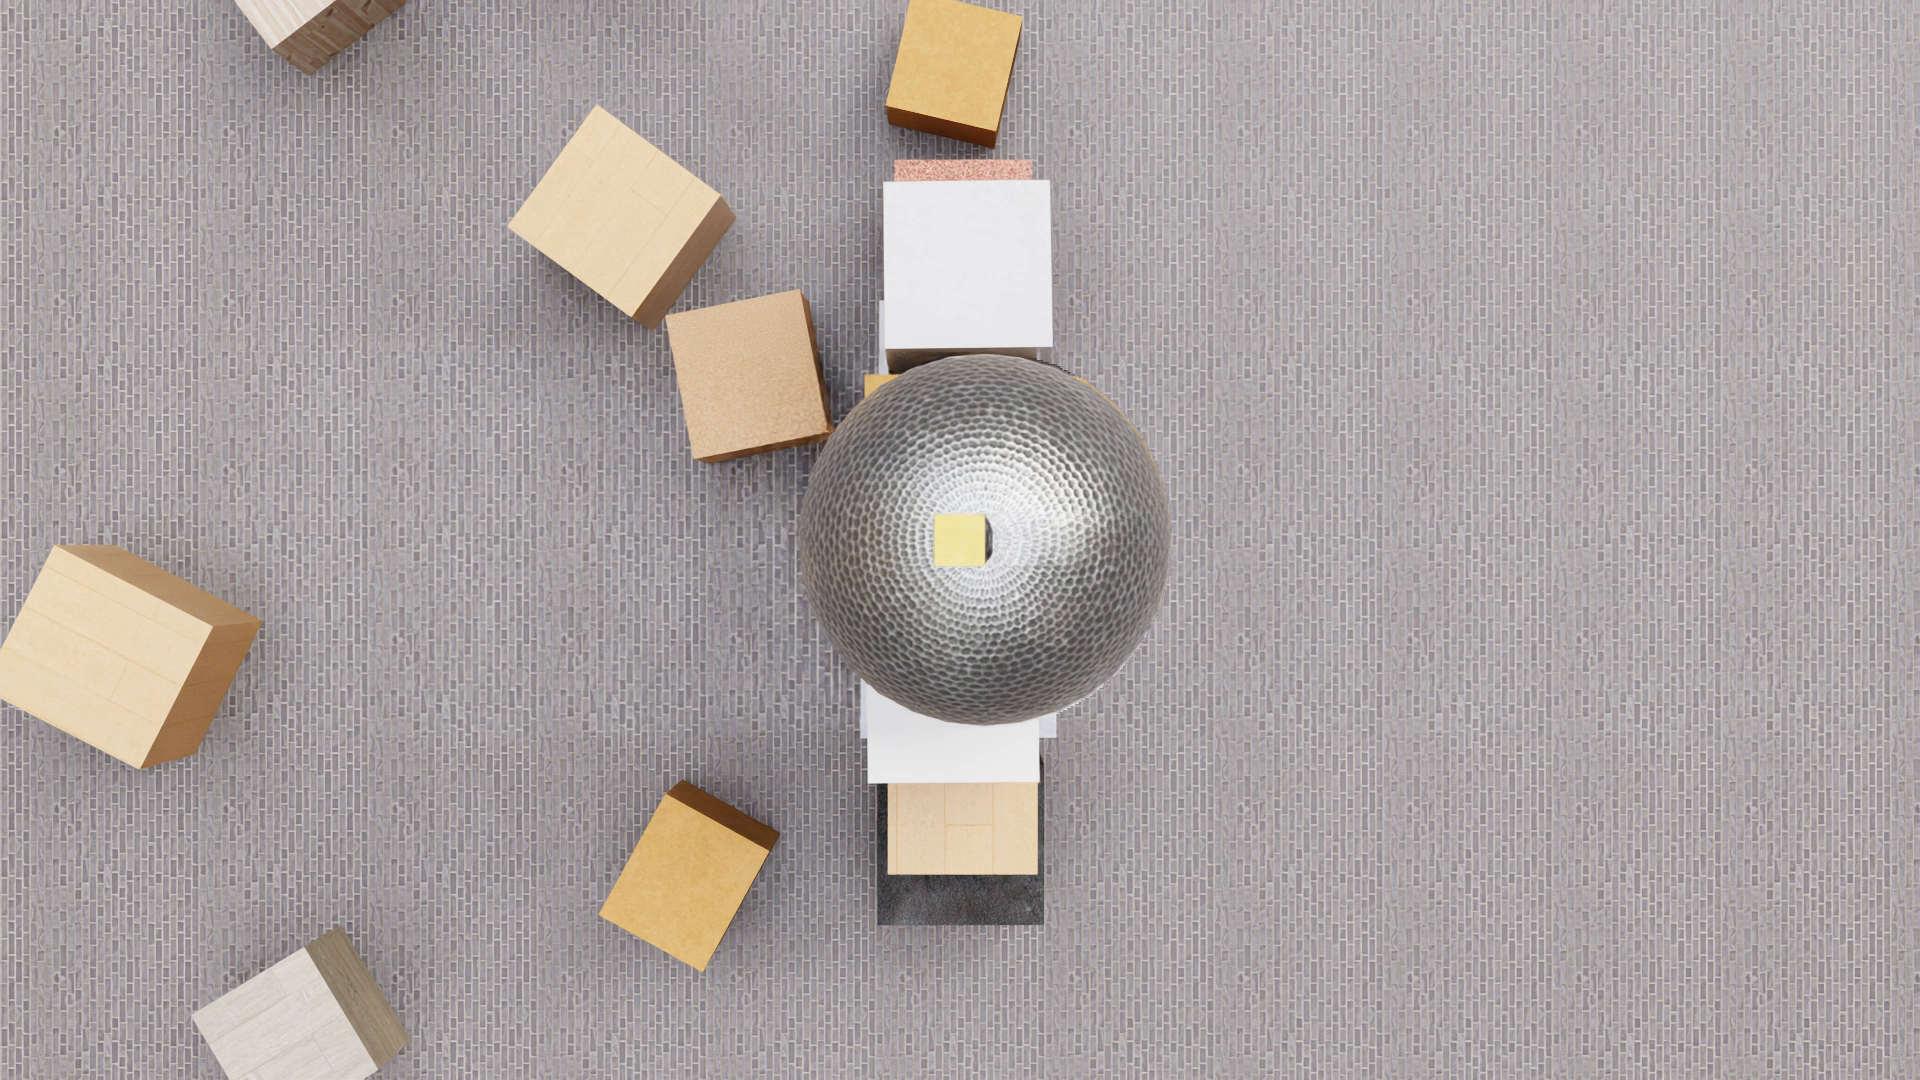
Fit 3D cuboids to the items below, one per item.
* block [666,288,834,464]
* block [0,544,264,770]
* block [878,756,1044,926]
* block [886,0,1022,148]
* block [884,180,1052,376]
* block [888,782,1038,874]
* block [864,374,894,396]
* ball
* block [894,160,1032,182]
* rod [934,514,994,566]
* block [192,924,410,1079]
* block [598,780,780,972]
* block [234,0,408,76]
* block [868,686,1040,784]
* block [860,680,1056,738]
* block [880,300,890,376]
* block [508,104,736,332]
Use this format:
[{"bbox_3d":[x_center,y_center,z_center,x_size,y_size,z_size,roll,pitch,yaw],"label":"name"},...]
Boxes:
[{"bbox_3d":[-1.185,-0.922,12.609,0.761,0.782,0.813,-11,90,0],"label":"block"},{"bbox_3d":[-4.759,0.647,12.562,0.983,0.876,0.887,27,90,0],"label":"block"},{"bbox_3d":[0.004,1.673,12.534,0.916,0.933,0.882,0,90,0],"label":"block"},{"bbox_3d":[-0.033,-2.710,12.722,0.641,0.557,0.666,13,90,0],"label":"block"},{"bbox_3d":[0.039,-1.372,11.754,0.861,0.841,0.880,-1,83,0],"label":"block"},{"bbox_3d":[0.014,1.375,11.750,0.778,0.635,0.725,0,90,0],"label":"block"},{"bbox_3d":[-0.039,-0.429,11.717,0.906,0.910,0.825,1,90,0],"label":"block"},{"bbox_3d":[0.105,0.000,9.448,1.600,1.600,1.600,0,90,0],"label":"ball"},{"bbox_3d":[0.018,-1.726,12.613,0.762,0.773,0.777,0,90,0],"label":"block"},{"bbox_3d":[0.046,0.000,6.049,0.080,5.200,0.080,0,90,1],"label":"rod"},{"bbox_3d":[-3.770,2.806,12.638,0.738,0.725,0.803,-31,90,0],"label":"block"},{"bbox_3d":[-1.537,1.910,12.622,0.662,0.755,0.770,29,90,0],"label":"block"},{"bbox_3d":[-3.798,-3.319,12.643,0.778,0.714,0.859,-37,90,0],"label":"block"},{"bbox_3d":[-0.033,0.788,10.809,0.811,0.801,0.719,0,90,0],"label":"block"},{"bbox_3d":[-0.011,0.502,11.739,0.999,1.060,1.015,0,90,0],"label":"block"},{"bbox_3d":[-0.001,-0.864,12.586,0.895,0.828,0.919,0,90,0],"label":"block"},{"bbox_3d":[-1.911,-1.818,12.570,0.848,0.861,0.837,36,90,0],"label":"block"}]
